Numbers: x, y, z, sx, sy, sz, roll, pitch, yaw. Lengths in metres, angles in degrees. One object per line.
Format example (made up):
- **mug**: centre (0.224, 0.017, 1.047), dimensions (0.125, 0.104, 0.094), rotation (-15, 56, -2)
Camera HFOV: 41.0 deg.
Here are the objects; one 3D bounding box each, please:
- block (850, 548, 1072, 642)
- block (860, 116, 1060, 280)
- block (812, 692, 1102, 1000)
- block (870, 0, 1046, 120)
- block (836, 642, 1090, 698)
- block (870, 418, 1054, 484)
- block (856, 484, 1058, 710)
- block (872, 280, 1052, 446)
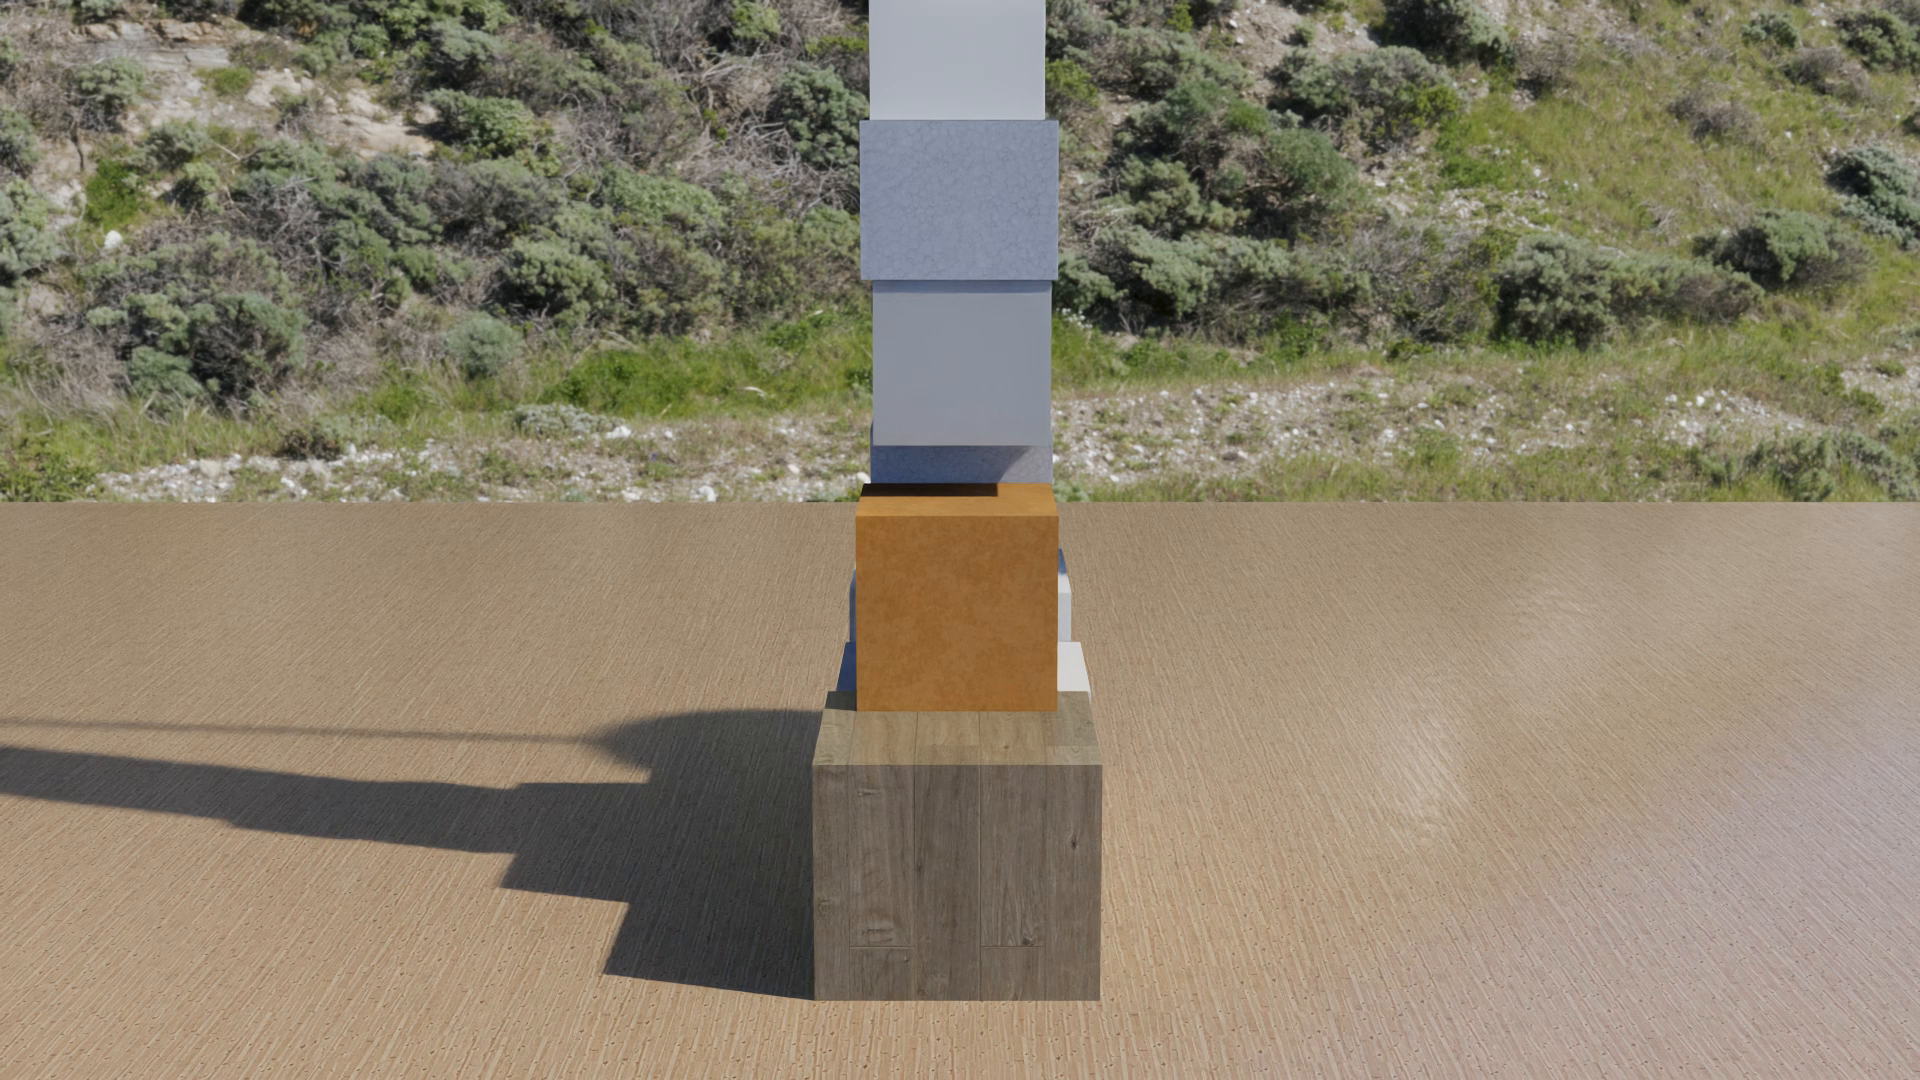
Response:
- **block**: centre (0.001, 0.712, 12.408), dimensions (1.018, 1.160, 1.107), rotation (0, 10, 0)
- **block**: centre (-0.003, -1.464, 10.901), dimensions (0.813, 0.649, 0.808), rotation (0, 11, 0)
- **block**: centre (-0.010, 1.203, 10.335), dimensions (1.095, 0.936, 1.175), rotation (0, 10, 0)
- **block**: centre (-0.011, -2.148, 10.773), dimensions (0.718, 0.740, 0.636), rotation (0, 10, 0)
- **block**: centre (0.014, 1.013, 11.399), dimensions (1.078, 0.929, 0.967), rotation (0, 10, 0)
- **block**: centre (0.007, -0.145, 11.599), dimensions (0.797, 0.818, 0.733), rotation (0, 11, 0)
- **block**: centre (-0.012, 0.225, 10.846), dimensions (0.819, 0.807, 0.873), rotation (0, 10, 0)
- **block**: centre (0.008, -0.805, 11.025), dimensions (0.739, 0.692, 0.771), rotation (0, 11, 0)
